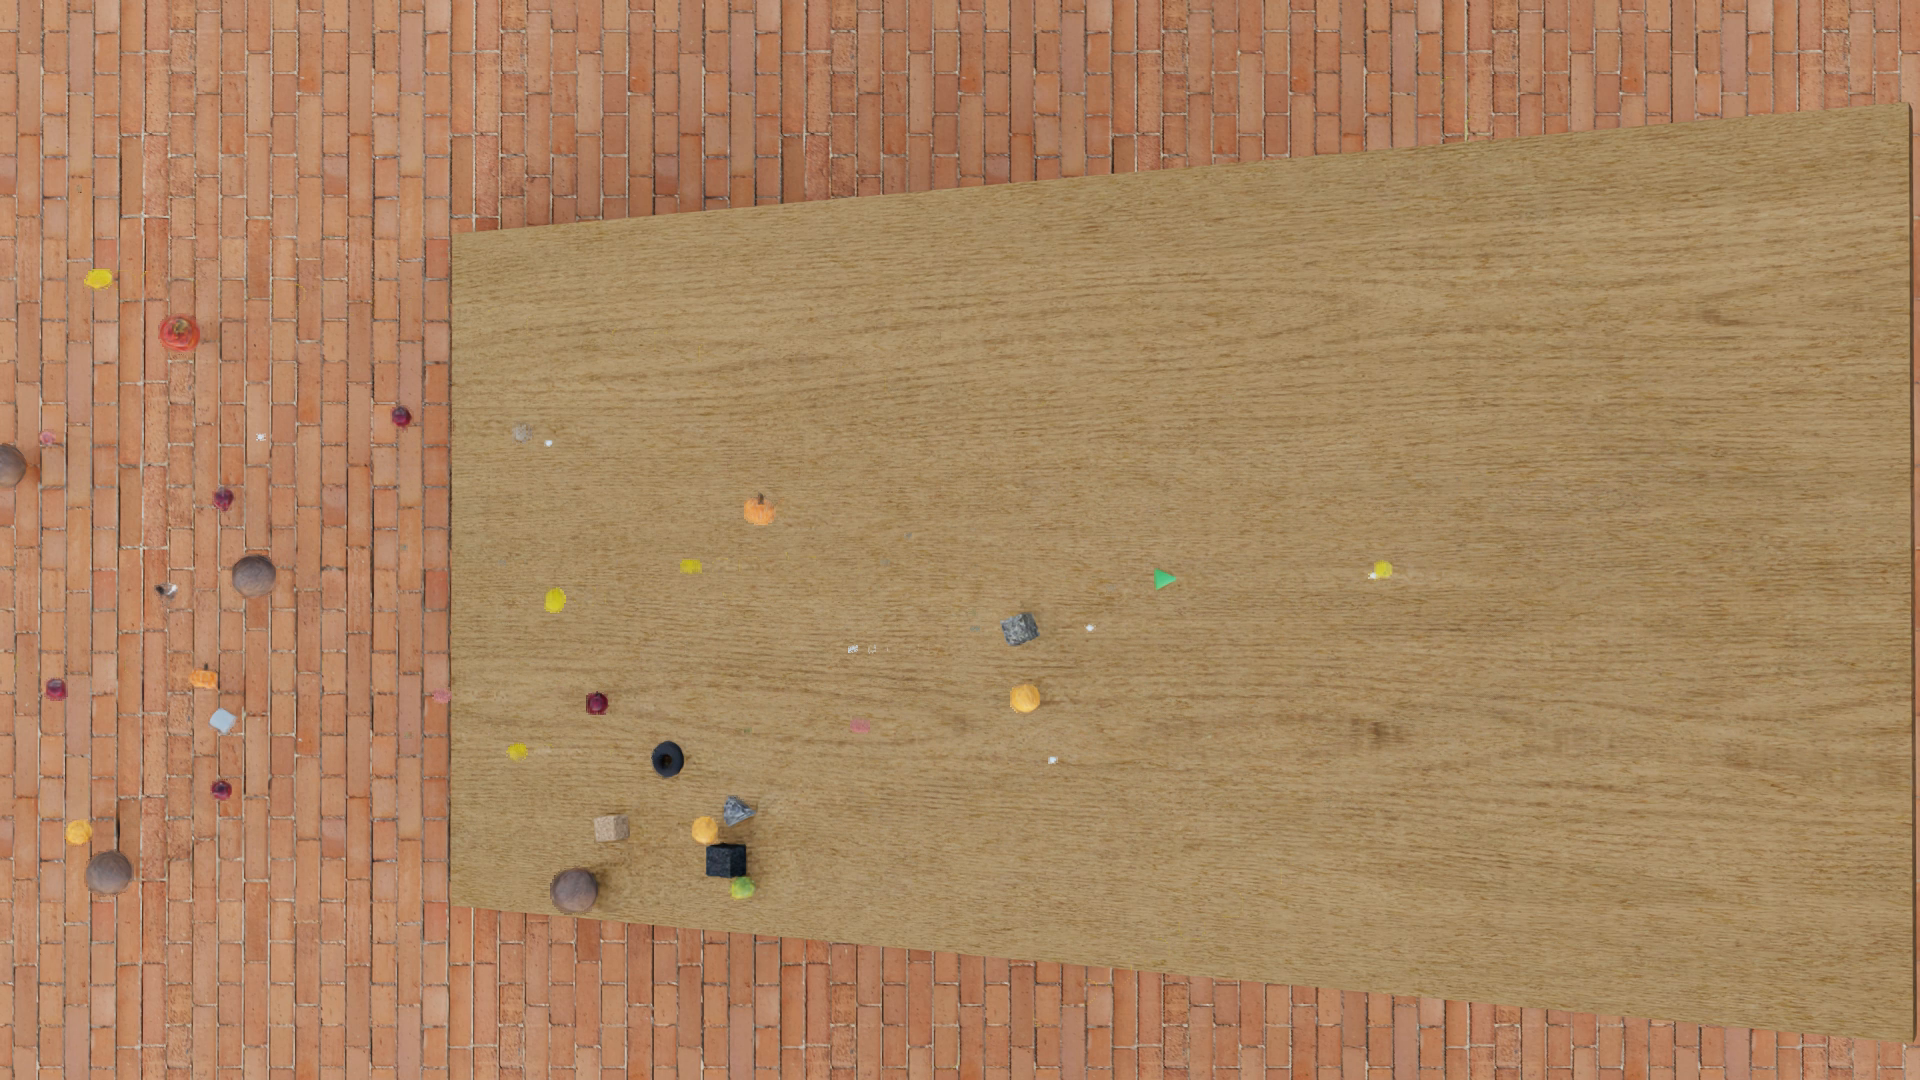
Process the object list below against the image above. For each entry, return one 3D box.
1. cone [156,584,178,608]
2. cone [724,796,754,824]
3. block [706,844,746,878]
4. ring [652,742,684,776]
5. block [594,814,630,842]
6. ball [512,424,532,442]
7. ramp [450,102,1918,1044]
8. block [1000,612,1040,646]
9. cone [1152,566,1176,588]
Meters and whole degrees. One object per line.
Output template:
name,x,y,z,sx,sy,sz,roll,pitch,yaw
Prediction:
cone,-2.385,0.177,6.618,0.067,0.067,0.067,8,116,0
cone,-0.589,0.743,6.003,0.082,0.082,0.082,6,89,30
block,-0.641,0.879,6.029,0.079,0.079,0.079,1,90,28
ring,-0.818,0.613,6.152,0.100,0.033,0.100,0,91,27
block,-0.984,0.814,6.219,0.067,0.067,0.067,-8,86,28
ball,-1.274,-0.312,6.391,0.056,0.056,0.056,0,89,0
ramp,0.276,0.077,5.651,4.000,0.100,2.000,0,89,28
block,0.153,0.227,5.622,0.064,0.064,0.064,-23,79,26
cone,0.514,0.096,5.454,0.055,0.055,0.055,10,89,23
